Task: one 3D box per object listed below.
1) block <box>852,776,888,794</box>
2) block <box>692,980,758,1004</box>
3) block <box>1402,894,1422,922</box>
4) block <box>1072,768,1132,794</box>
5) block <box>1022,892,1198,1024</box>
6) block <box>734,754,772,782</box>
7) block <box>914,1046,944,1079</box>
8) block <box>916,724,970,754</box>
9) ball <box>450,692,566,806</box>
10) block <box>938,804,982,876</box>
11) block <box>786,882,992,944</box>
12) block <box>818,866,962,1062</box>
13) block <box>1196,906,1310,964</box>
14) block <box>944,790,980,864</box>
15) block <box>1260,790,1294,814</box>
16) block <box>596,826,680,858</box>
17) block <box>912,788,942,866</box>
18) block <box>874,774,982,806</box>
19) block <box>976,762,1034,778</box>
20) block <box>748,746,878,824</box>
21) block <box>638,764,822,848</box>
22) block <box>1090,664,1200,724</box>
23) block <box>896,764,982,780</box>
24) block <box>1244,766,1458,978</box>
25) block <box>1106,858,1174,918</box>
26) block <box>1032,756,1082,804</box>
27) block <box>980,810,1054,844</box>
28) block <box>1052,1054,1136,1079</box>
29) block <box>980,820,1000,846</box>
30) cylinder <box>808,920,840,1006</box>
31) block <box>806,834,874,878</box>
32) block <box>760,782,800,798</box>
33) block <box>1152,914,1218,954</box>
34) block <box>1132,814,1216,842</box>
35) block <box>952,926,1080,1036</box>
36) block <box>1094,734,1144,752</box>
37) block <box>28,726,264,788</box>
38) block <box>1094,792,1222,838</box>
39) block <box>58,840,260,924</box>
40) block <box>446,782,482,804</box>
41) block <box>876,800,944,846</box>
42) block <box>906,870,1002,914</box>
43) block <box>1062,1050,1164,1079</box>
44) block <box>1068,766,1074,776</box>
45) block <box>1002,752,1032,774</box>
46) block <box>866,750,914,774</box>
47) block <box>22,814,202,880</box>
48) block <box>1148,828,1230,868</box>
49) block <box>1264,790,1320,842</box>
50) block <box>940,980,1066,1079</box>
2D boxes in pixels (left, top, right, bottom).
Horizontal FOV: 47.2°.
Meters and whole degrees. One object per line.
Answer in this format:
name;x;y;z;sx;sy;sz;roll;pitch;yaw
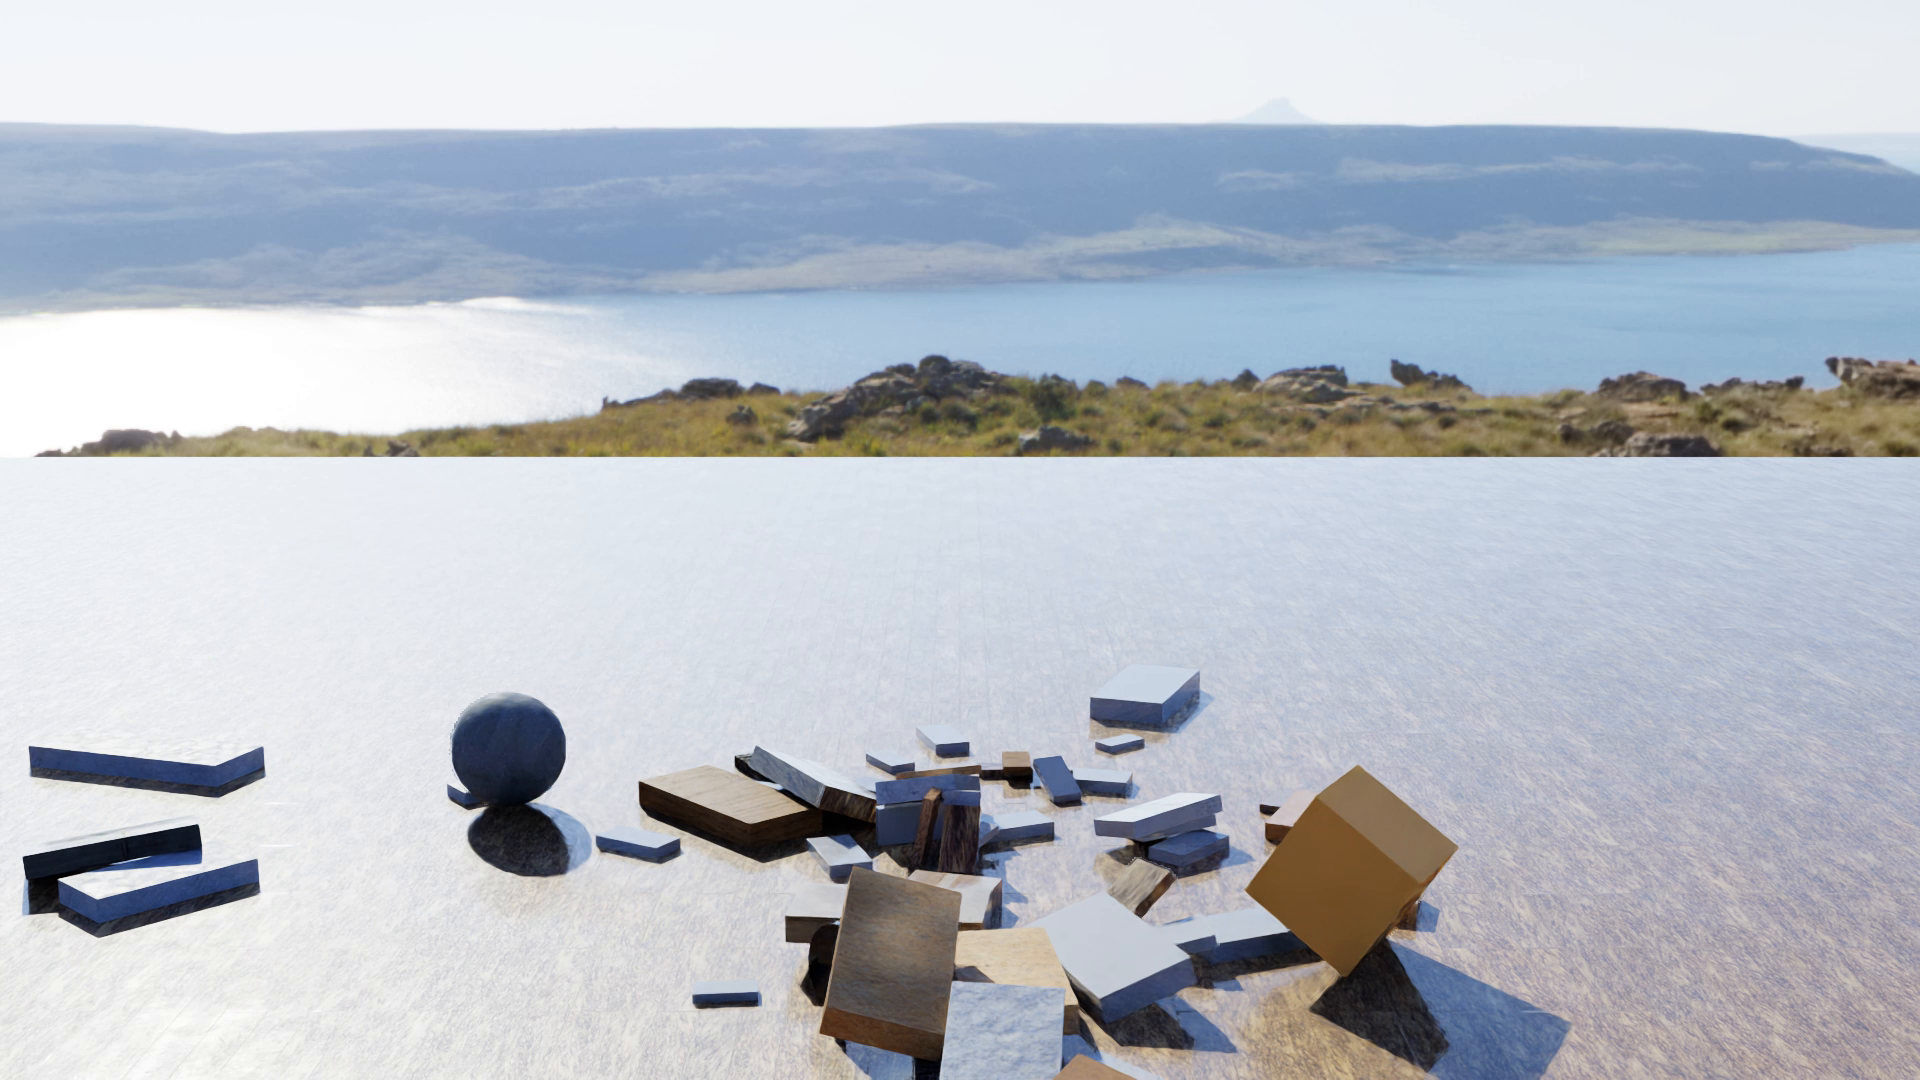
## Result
block;-0.149;0.480;4.207;0.136;0.019;0.068;8;13;36
block;-0.345;0.664;3.234;0.095;0.014;0.048;-1;11;-6
block;0.648;0.584;3.617;0.213;0.030;0.107;3;11;16
block;0.254;0.466;4.275;0.154;0.022;0.077;3;11;14
block;0.217;0.619;3.284;0.150;0.042;0.300;-21;17;-16
block;-0.372;0.454;4.340;0.078;0.022;0.189;-6;12;-28
block;0.014;0.694;2.992;0.152;0.043;0.304;-1;11;-3
block;-0.037;0.413;4.567;0.072;0.021;0.145;-3;11;-17
ball;-0.846;0.393;4.128;0.214;0.214;0.214;0;11;0
block;0.000;0.516;3.779;0.062;0.123;0.017;2;-30;9
block;-0.108;0.578;3.386;0.300;0.042;0.150;1;11;6
block;-0.091;0.579;3.030;0.162;0.046;0.324;14;26;-3
block;0.465;0.614;3.450;0.224;0.032;0.112;-5;12;-24
block;0.002;0.498;3.825;0.062;0.123;0.017;2;-1;8
block;0.606;0.494;4.144;0.050;0.014;0.101;6;12;28
block;-0.571;0.536;3.907;0.136;0.019;0.068;6;12;31
block;-0.057;0.497;3.822;0.017;0.123;0.062;14;15;11
block;-0.055;0.455;3.995;0.141;0.040;0.296;-7;-8;8
block;0.089;0.454;4.358;0.107;0.015;0.054;-1;11;-4
block;-0.262;0.458;4.110;0.151;0.043;0.302;20;-1;-32
block;-0.428;0.491;4.076;0.162;0.046;0.355;-9;14;-41
block;0.414;0.340;4.890;0.162;0.046;0.324;4;11;20
block;-0.043;0.442;4.165;0.058;0.016;0.317;-4;-6;-21
block;0.601;0.504;3.371;0.198;0.198;0.198;40;25;17
block;0.261;0.574;3.471;0.156;0.022;0.078;-44;32;-23
block;0.186;0.458;4.213;0.058;0.016;0.115;-5;34;-19
block;0.085;0.520;3.986;0.154;0.022;0.077;-5;12;-24
block;0.251;0.721;2.690;0.292;0.032;0.112;20;18;22
block;0.018;0.529;3.886;0.050;0.014;0.101;9;29;41
cylinder;-0.117;0.608;3.175;0.145;0.145;0.145;-9;14;-41
block;-0.209;0.550;3.827;0.077;0.022;0.154;-4;11;-18
block;-0.357;0.481;4.209;0.115;0.016;0.058;3;11;16
block;0.308;0.617;3.367;0.156;0.022;0.078;-13;15;-4
block;0.379;0.513;3.950;0.145;0.021;0.072;-10;3;-19
block;0.068;0.626;3.121;0.152;0.043;0.304;-2;10;-7
block;0.330;0.420;4.548;0.095;0.014;0.048;-8;13;-38
block;-1.628;0.432;4.402;0.445;0.043;0.151;4;11;18
block;0.355;0.492;3.934;0.213;0.030;0.107;-11;3;-37
block;-1.337;0.568;3.676;0.141;0.040;0.282;10;14;43
block;-0.897;0.474;4.231;0.157;0.022;0.078;-8;13;-37
block;-0.083;0.506;3.937;0.136;0.068;0.019;-3;11;-18
block;-0.045;0.600;3.500;0.150;0.042;0.300;3;11;16
block;0.212;0.720;2.909;0.078;0.022;0.156;-9;14;-40
block;0.182;0.445;4.295;0.048;0.014;0.095;-3;11;-16
block;0.112;0.441;4.349;0.054;0.015;0.107;0;11;-1
block;-0.140;0.444;4.413;0.054;0.015;0.107;-6;12;-30
block;-1.455;0.526;3.779;0.282;0.040;0.141;-9;3;-21
block;0.404;0.541;3.877;0.072;0.021;0.145;9;14;39
block;0.641;0.508;4.027;0.107;0.030;0.218;5;11;24
block;0.053;0.682;2.817;0.152;0.043;0.304;3;27;4
